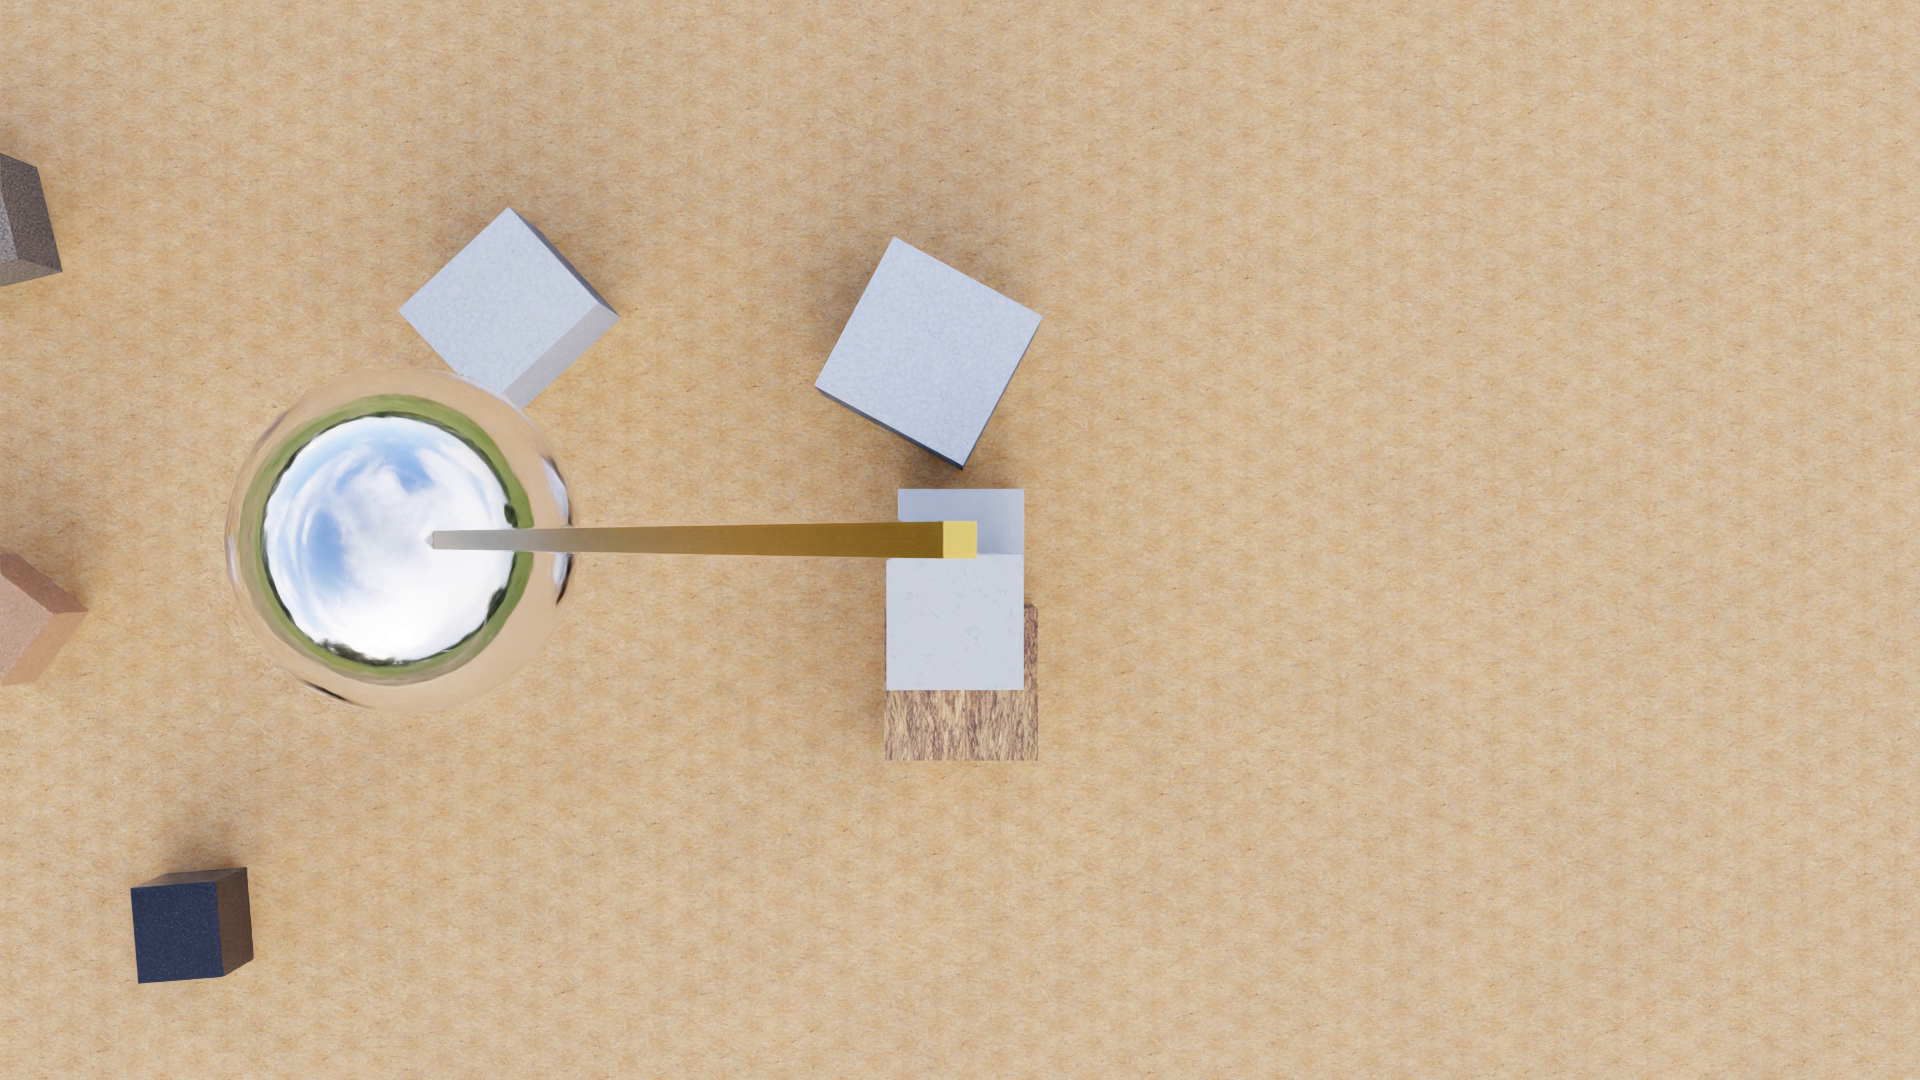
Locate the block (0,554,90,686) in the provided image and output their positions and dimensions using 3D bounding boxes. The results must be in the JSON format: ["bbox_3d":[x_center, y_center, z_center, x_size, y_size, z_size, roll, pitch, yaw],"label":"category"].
[{"bbox_3d":[-5.519,0.460,12.733,0.550,0.532,0.524,38,90,0],"label":"block"}]

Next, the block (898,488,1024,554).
[{"bbox_3d":[0.006,0.042,12.694,0.710,0.611,0.659,0,90,0],"label":"block"}]

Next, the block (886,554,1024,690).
[{"bbox_3d":[-0.026,0.433,11.899,0.719,0.670,0.711,0,90,0],"label":"block"}]

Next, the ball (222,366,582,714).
[{"bbox_3d":[-2.556,0.000,10.142,1.600,1.600,1.600,0,90,0],"label":"ball"}]

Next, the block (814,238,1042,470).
[{"bbox_3d":[-0.174,-1.041,12.551,0.930,0.898,0.930,28,90,0],"label":"block"}]

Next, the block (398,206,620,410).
[{"bbox_3d":[-2.558,-1.294,12.588,0.841,0.825,0.727,-43,90,0],"label":"block"}]

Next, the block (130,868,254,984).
[{"bbox_3d":[-4.437,2.224,12.730,0.486,0.540,0.545,-5,90,0],"label":"block"}]

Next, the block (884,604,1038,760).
[{"bbox_3d":[0.007,0.805,12.617,0.853,0.766,0.845,0,90,0],"label":"block"}]

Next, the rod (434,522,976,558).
[{"bbox_3d":[-1.107,0.000,7.066,0.080,5.200,0.080,0,90,-25],"label":"rod"}]

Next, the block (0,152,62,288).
[{"bbox_3d":[-5.685,-1.818,12.689,0.630,0.622,0.636,-14,90,0],"label":"block"}]
